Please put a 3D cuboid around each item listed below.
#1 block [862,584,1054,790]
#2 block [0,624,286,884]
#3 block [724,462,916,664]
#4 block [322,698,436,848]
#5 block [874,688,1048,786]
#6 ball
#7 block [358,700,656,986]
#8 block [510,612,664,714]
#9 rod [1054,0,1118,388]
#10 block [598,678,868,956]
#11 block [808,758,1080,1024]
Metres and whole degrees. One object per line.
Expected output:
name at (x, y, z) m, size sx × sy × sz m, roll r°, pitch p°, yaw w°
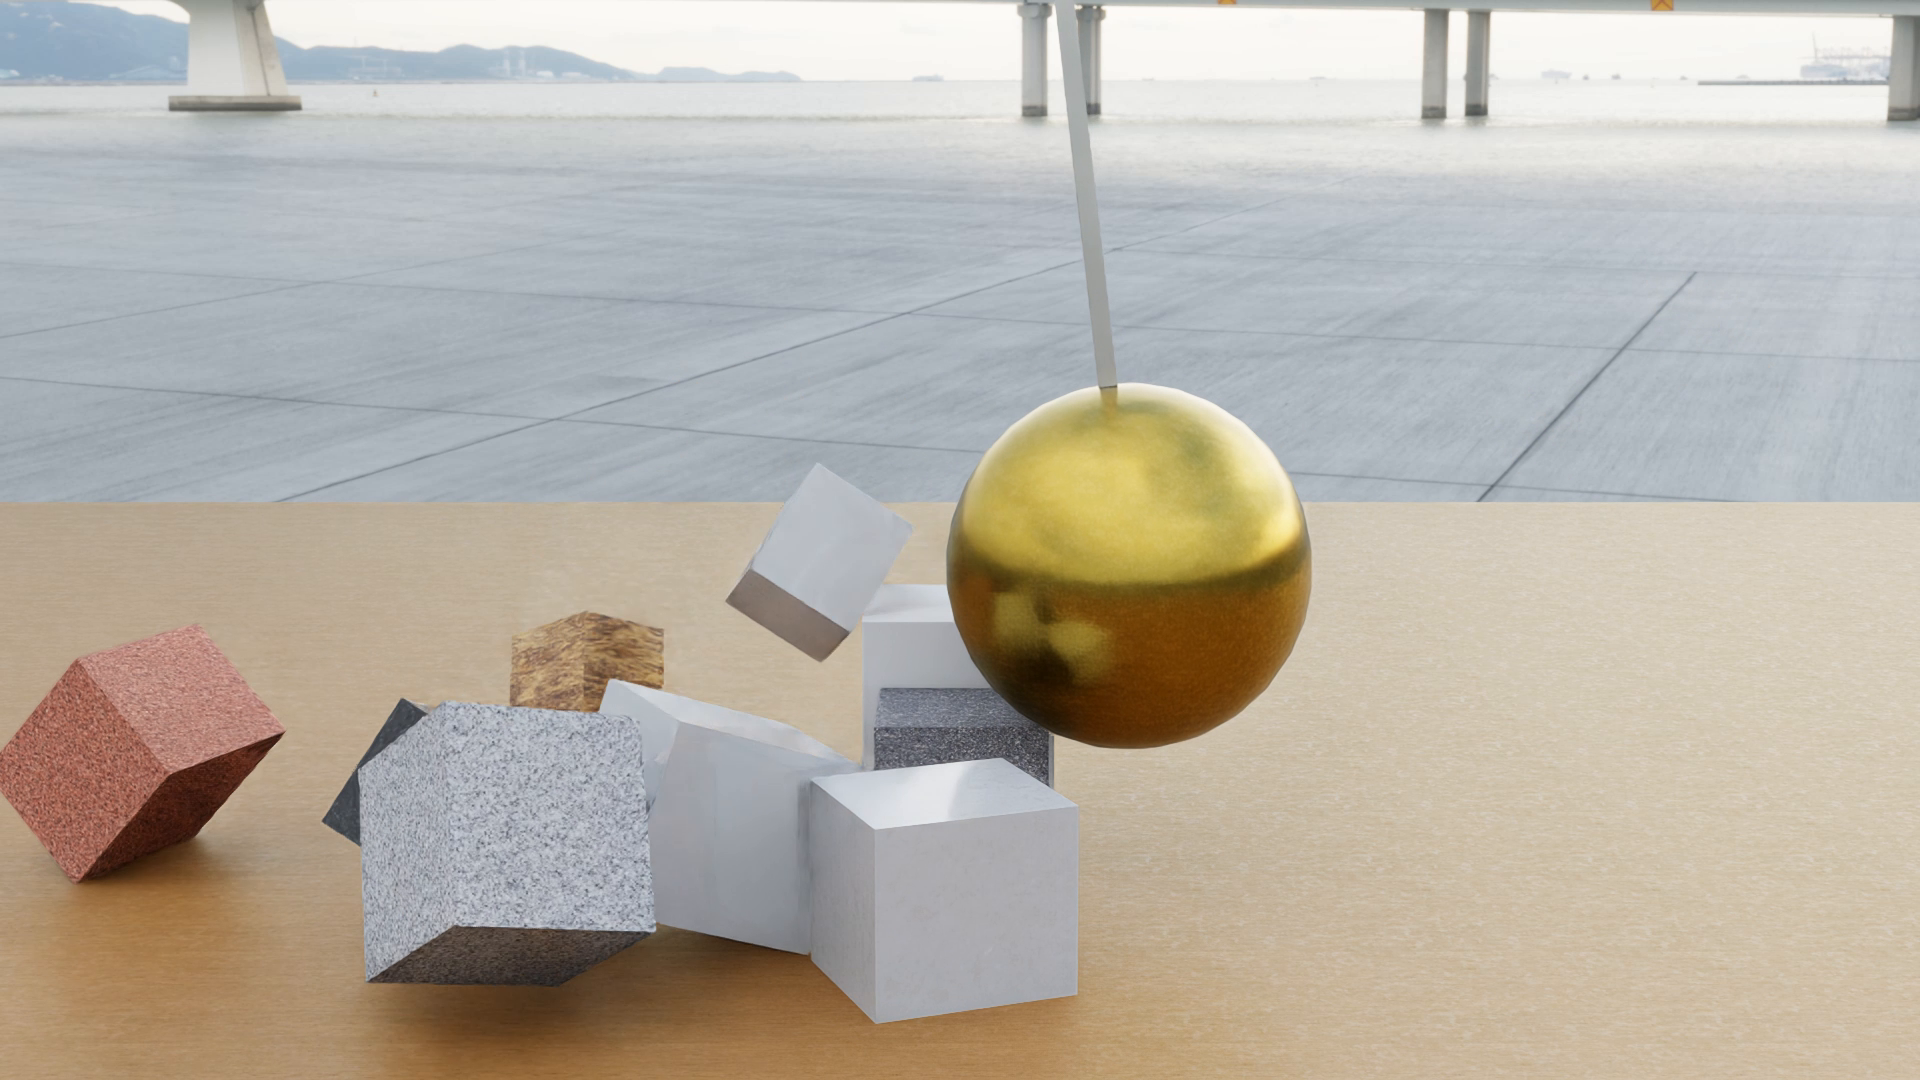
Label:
block at (-0.007, 0.785, 12.512) m, size 0.904 × 0.978 × 0.882 m, roll 0°, pitch 10°, yaw 0°
block at (-3.684, 0.946, 11.501) m, size 0.659 × 0.789 × 0.798 m, roll 48°, pitch 24°, yaw 8°
block at (-0.684, 0.119, 12.444) m, size 0.565 × 0.631 × 0.625 m, roll 33°, pitch -23°, yaw -5°
block at (-2.164, 1.100, 10.741) m, size 0.636 × 0.595 × 0.619 m, roll 32°, pitch -6°, yaw 5°
block at (0.010, 1.086, 11.743) m, size 0.771 × 0.661 × 0.732 m, roll 0°, pitch 10°, yaw 1°
ball at (0.736, 0.115, 11.201) m, size 1.600 × 1.600 × 1.600 m, roll 0°, pitch 10°, yaw 0°
block at (-1.714, 1.159, 9.628) m, size 0.786 × 0.829 × 0.830 m, roll 8°, pitch -26°, yaw -33°
block at (-1.873, 0.745, 12.865) m, size 0.606 × 0.584 × 0.493 m, roll -18°, pitch -24°, yaw 42°
rod at (0.319, -3.205, 10.598) m, size 0.080 × 5.200 × 0.080 m, roll -7°, pitch 10°, yaw 1°
block at (-1.034, 1.123, 10.501) m, size 0.849 × 0.790 × 0.821 m, roll 17°, pitch 1°, yaw -29°
block at (-0.072, 1.349, 10.033) m, size 0.829 × 0.755 × 0.757 m, roll -4°, pitch 11°, yaw -22°
